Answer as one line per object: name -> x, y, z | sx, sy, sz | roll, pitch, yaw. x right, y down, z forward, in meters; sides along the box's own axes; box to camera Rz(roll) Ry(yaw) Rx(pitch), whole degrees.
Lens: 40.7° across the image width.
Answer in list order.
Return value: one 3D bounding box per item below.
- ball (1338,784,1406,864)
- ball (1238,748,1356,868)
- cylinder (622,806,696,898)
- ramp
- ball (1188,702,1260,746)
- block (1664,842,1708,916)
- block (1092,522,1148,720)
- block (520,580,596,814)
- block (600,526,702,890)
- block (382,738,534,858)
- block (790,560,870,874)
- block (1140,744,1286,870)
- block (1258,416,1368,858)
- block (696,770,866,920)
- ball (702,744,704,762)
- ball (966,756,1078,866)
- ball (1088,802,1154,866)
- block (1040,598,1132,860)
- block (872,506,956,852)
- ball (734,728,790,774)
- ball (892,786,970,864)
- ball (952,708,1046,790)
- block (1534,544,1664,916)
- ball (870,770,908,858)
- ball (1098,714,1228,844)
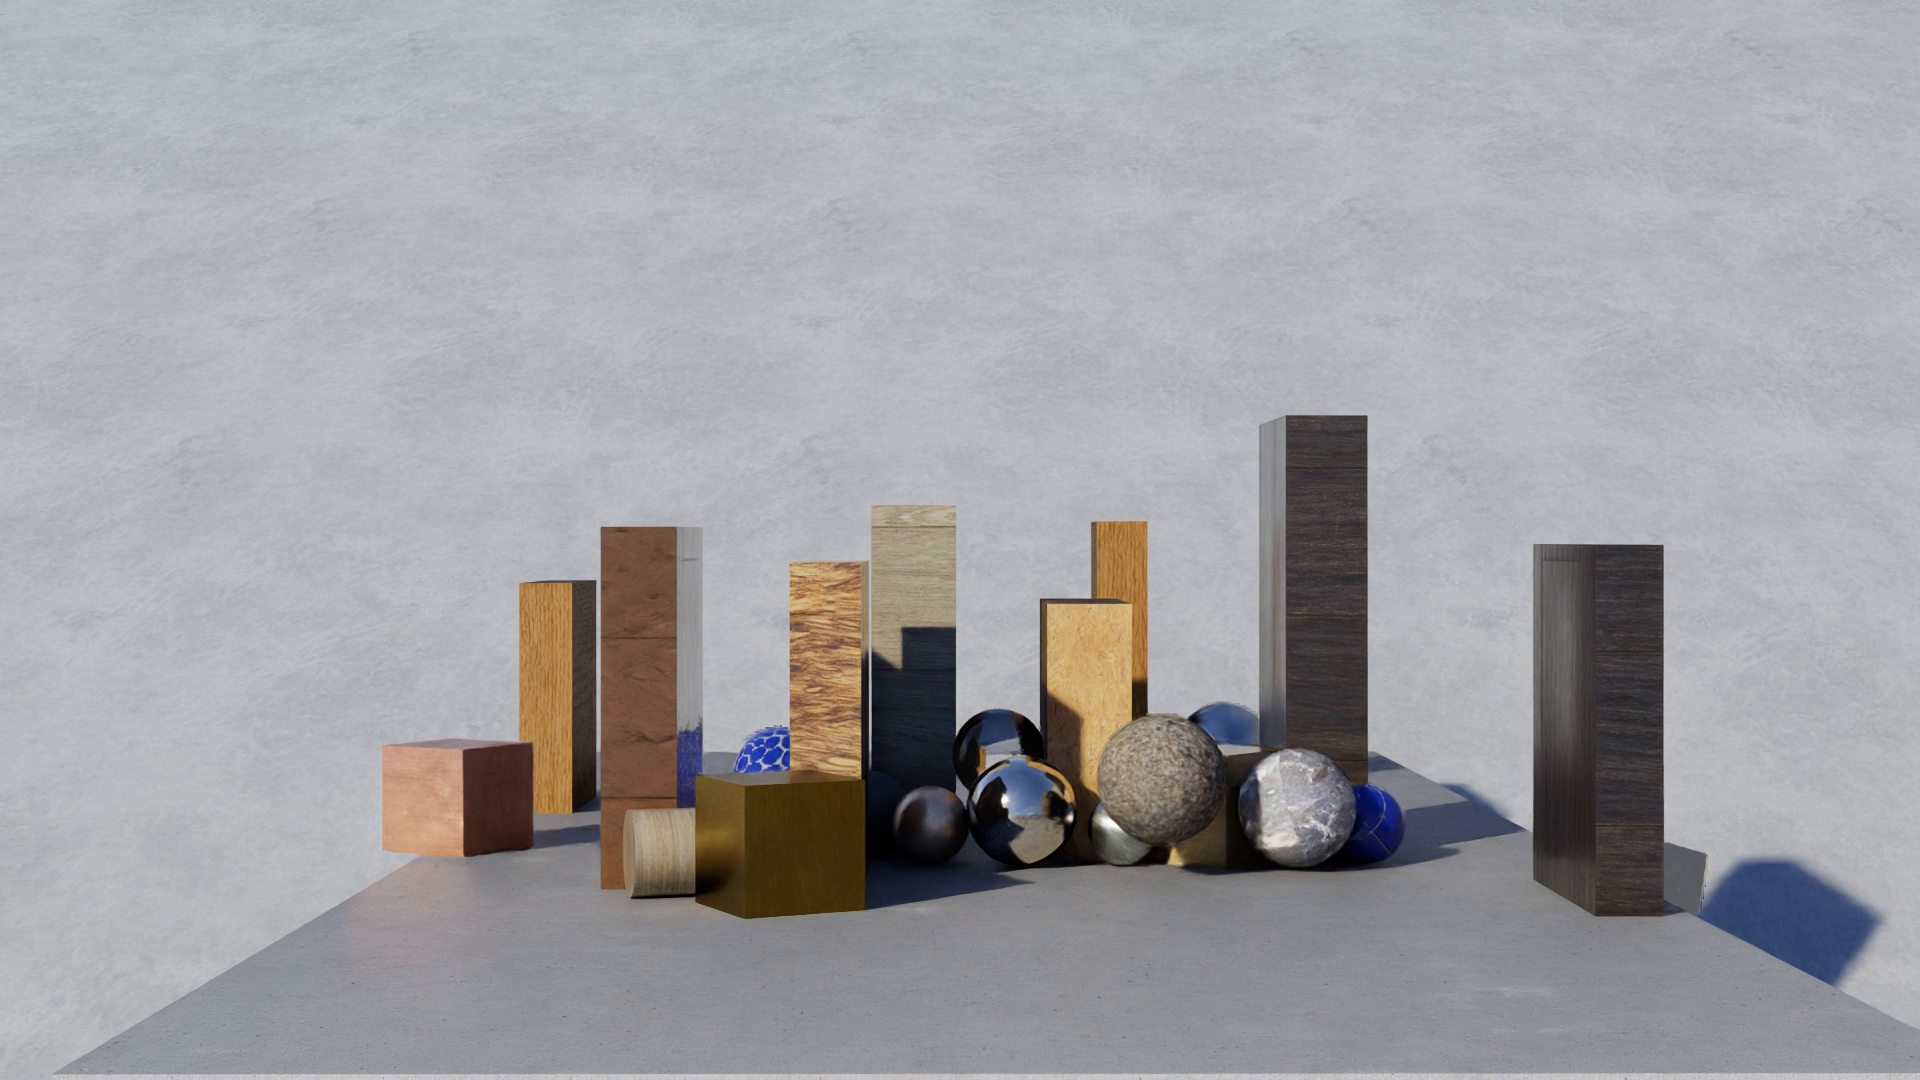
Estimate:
ball -> 0.683, 0.479, 4.361 | 0.134, 0.134, 0.134 | 0, 30, 0
ball -> 0.556, 0.441, 4.264 | 0.195, 0.195, 0.195 | 0, 30, 0
cylinder -> -0.441, 0.479, 3.975 | 0.135, 0.135, 0.135 | 0, 29, -16
ramp -> 0.067, 0.596, 4.652 | 2.000, 0.100, 4.000 | 0, 0, 0
ball -> 0.551, 0.443, 5.418 | 0.204, 0.204, 0.204 | 0, 30, 0
block -> 1.340, 0.677, 5.007 | 0.146, 0.146, 0.146 | 16, 64, 2
block -> 0.338, 0.253, 5.504 | 0.105, 0.584, 0.240 | 0, 0, 0
block -> -0.826, 0.316, 5.330 | 0.105, 0.460, 0.348 | 0, 0, 0
block -> -0.502, 0.262, 4.248 | 0.120, 0.567, 0.407 | 0, 0, 0
block -> -0.888, 0.453, 4.577 | 0.185, 0.185, 0.185 | 0, 0, 31
block -> -0.208, 0.290, 4.164 | 0.110, 0.512, 0.351 | 0, 0, 0
block -> 0.429, 0.451, 4.412 | 0.189, 0.189, 0.189 | 0, 0, 40
block -> 0.628, 0.166, 4.625 | 0.140, 0.759, 0.394 | 0, 0, 0
block -> -0.269, 0.450, 3.859 | 0.192, 0.192, 0.192 | 0, 0, -27
ball -> -0.642, 0.487, 5.925 | 0.115, 0.115, 0.115 | 0, 30, 0
ball -> 0.103, 0.453, 4.329 | 0.186, 0.186, 0.186 | 0, 30, 0
ball -> 0.272, 0.487, 4.344 | 0.117, 0.117, 0.117 | 0, 30, 0
block -> 0.221, 0.327, 4.614 | 0.144, 0.437, 0.409 | 0, 0, 0
block -> -0.081, 0.242, 4.677 | 0.148, 0.607, 0.300 | 0, 0, 0
ball -> -0.353, 0.456, 5.058 | 0.179, 0.179, 0.179 | 0, 30, 0
ball -> -0.050, 0.480, 4.361 | 0.131, 0.131, 0.131 | 0, 30, 0
ball -> 0.068, 0.373, 4.495 | 0.162, 0.162, 0.162 | 0, 30, 0
block -> 0.971, 0.276, 3.953 | 0.099, 0.539, 0.408 | 0, 0, 0
ball -> -0.156, 0.471, 4.452 | 0.149, 0.149, 0.149 | 0, 30, 0
ball -> 0.325, 0.385, 4.167 | 0.209, 0.209, 0.209 | 0, 30, 0
